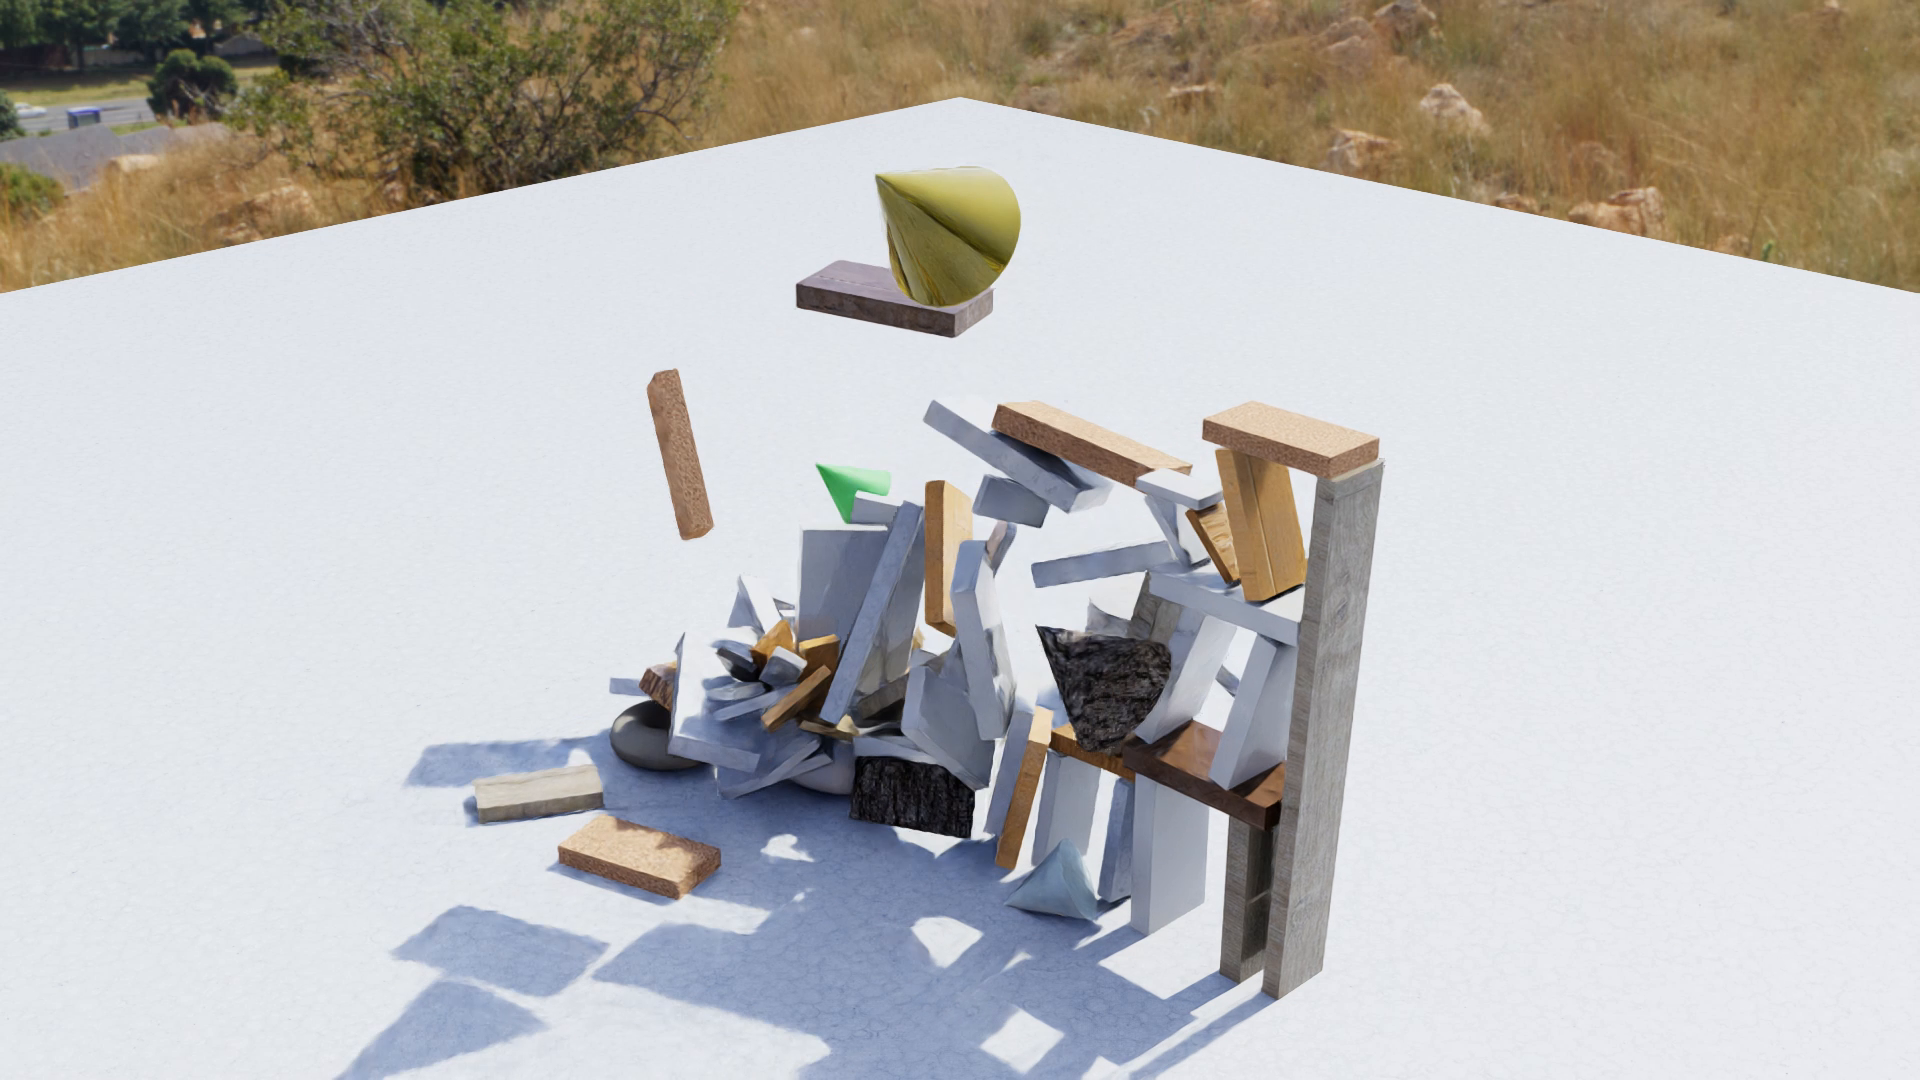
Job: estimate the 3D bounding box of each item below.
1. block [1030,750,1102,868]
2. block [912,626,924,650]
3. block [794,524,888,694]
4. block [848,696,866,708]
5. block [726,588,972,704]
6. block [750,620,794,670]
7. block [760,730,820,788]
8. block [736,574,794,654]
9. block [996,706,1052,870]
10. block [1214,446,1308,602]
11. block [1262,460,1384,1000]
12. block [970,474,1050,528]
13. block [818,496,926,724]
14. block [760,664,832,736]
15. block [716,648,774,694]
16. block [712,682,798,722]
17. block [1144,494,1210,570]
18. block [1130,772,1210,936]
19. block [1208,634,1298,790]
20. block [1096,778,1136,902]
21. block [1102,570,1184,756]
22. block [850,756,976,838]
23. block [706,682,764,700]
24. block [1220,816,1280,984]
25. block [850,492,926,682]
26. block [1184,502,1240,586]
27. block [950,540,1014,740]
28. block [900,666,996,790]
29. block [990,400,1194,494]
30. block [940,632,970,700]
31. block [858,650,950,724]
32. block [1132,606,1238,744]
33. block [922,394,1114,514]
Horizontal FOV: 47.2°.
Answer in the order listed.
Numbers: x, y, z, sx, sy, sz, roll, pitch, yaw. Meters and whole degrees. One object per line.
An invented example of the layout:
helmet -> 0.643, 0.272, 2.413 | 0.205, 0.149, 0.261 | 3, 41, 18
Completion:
block -> 0.208, 0.507, 4.231 | 0.124, 0.248, 0.035 | -14, 30, -42
block -> -0.173, 0.154, 4.666 | 0.108, 0.217, 0.031 | -13, 38, 25
block -> -0.245, 0.142, 4.475 | 0.173, 0.346, 0.049 | 1, 14, -12
block -> -0.254, 0.332, 4.530 | 0.139, 0.020, 0.069 | 3, -8, -4
block -> -0.226, 0.258, 5.013 | 0.777, 0.108, 0.031 | 17, 0, 35
block -> -0.385, 0.226, 4.532 | 0.019, 0.067, 0.135 | -4, 23, 27
block -> -0.339, 0.432, 4.398 | 0.139, 0.020, 0.069 | -38, 18, 8
block -> -0.422, 0.196, 4.909 | 0.068, 0.019, 0.387 | 20, 22, -31
block -> 0.124, 0.480, 4.265 | 0.040, 0.283, 0.141 | 14, 23, 0
block -> 0.504, -0.041, 3.660 | 0.130, 0.259, 0.037 | -21, 13, -40
block -> 0.606, 0.335, 3.704 | 0.130, 0.989, 0.037 | -21, 33, -40
block -> 0.098, -0.071, 4.047 | 0.149, 0.075, 0.021 | 11, 16, -34
block -> -0.171, 0.137, 4.366 | 0.040, 0.460, 0.142 | 22, 5, 1
block -> -0.320, 0.315, 4.326 | 0.162, 0.081, 0.023 | -40, 77, -13
block -> -0.440, 0.266, 4.482 | 0.019, 0.068, 0.136 | -45, 39, -21
block -> -0.403, 0.323, 4.366 | 0.162, 0.023, 0.081 | -20, -1, 28
block -> 0.382, -0.025, 3.805 | 0.071, 0.142, 0.020 | -21, -13, -40
block -> 0.389, 0.550, 4.048 | 0.162, 0.324, 0.046 | -21, 31, -41
block -> 0.532, 0.273, 3.766 | 0.157, 0.315, 0.045 | -20, 47, -40
block -> 0.330, 0.550, 4.132 | 0.124, 0.248, 0.035 | -13, 30, -40
block -> 0.363, 0.212, 4.041 | 0.169, 0.377, 0.048 | -14, 40, -43
block -> -0.093, 0.502, 4.325 | 0.297, 0.130, 0.037 | 3, -5, 43
block -> -0.450, 0.303, 4.413 | 0.068, 0.019, 0.136 | -15, 3, -28
block -> 0.538, 0.610, 3.906 | 0.162, 0.324, 0.046 | -21, 31, -41
block -> -0.164, 0.101, 4.538 | 0.173, 0.375, 0.049 | 12, 16, 3
block -> 0.447, 0.001, 3.741 | 0.071, 0.142, 0.020 | -21, -13, -40
block -> 0.043, 0.188, 4.123 | 0.048, 0.338, 0.169 | -5, 32, 11
block -> -0.019, 0.355, 4.130 | 0.037, 0.259, 0.130 | -12, 53, 30
block -> 0.242, -0.171, 4.031 | 0.336, 0.048, 0.168 | 24, 16, 24
block -> -0.004, 0.270, 4.286 | 0.075, 0.240, 0.021 | 1, 35, -33
block -> -0.053, 0.290, 4.419 | 0.284, 0.040, 0.142 | -31, -26, 31
block -> 0.417, 0.209, 3.921 | 0.045, 0.315, 0.158 | 38, 39, 25
block -> 0.110, -0.163, 4.086 | 0.336, 0.048, 0.168 | 33, 20, 19
